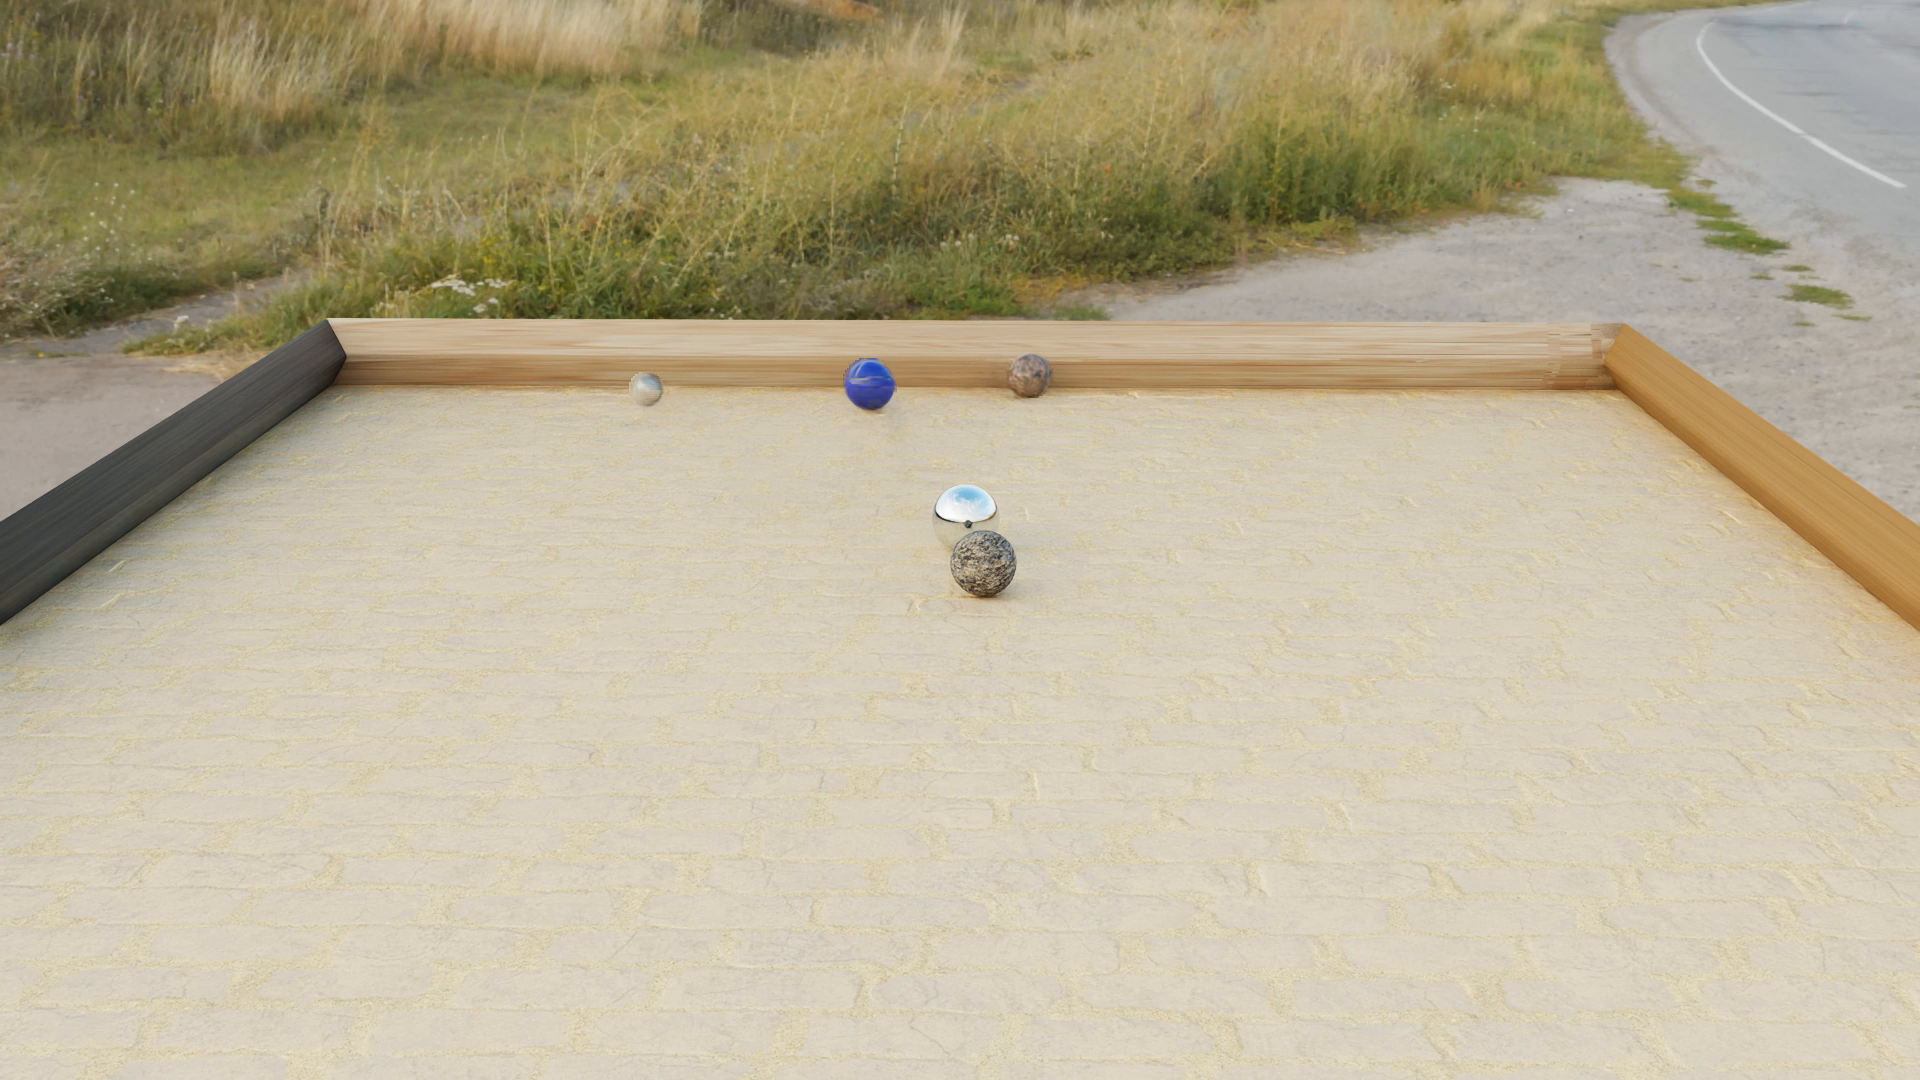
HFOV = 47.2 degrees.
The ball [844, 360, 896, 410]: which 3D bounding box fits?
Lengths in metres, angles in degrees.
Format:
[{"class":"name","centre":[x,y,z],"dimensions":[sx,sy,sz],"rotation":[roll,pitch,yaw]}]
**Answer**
[{"class":"ball","centre":[-0.154,-0.265,3.757],"dimensions":[0.086,0.086,0.086],"rotation":[0,16,0]}]

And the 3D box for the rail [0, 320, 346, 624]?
[{"class":"rail","centre":[-1.155,0.286,1.817],"dimensions":[0.045,0.119,4.444],"rotation":[0,16,1]}]

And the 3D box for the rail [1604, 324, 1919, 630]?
[{"class":"rail","centre":[1.111,0.299,1.774],"dimensions":[0.045,0.119,4.444],"rotation":[0,16,1]}]

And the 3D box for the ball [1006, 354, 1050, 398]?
[{"class":"ball","centre":[0.120,-0.289,3.855],"dimensions":[0.077,0.077,0.077],"rotation":[0,16,0]}]

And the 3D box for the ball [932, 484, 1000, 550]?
[{"class":"ball","centre":[0.008,-0.029,2.945],"dimensions":[0.092,0.092,0.092],"rotation":[0,16,0]}]

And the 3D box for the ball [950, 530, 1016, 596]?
[{"class":"ball","centre":[0.029,0.029,2.760],"dimensions":[0.083,0.083,0.083],"rotation":[0,16,0]}]

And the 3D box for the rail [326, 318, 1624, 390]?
[{"class":"rail","centre":[0.021,-0.326,3.905],"dimensions":[2.313,0.119,0.045],"rotation":[0,16,1]}]

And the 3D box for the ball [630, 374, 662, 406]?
[{"class":"ball","centre":[-0.540,-0.258,3.792],"dimensions":[0.055,0.055,0.055],"rotation":[0,16,0]}]
